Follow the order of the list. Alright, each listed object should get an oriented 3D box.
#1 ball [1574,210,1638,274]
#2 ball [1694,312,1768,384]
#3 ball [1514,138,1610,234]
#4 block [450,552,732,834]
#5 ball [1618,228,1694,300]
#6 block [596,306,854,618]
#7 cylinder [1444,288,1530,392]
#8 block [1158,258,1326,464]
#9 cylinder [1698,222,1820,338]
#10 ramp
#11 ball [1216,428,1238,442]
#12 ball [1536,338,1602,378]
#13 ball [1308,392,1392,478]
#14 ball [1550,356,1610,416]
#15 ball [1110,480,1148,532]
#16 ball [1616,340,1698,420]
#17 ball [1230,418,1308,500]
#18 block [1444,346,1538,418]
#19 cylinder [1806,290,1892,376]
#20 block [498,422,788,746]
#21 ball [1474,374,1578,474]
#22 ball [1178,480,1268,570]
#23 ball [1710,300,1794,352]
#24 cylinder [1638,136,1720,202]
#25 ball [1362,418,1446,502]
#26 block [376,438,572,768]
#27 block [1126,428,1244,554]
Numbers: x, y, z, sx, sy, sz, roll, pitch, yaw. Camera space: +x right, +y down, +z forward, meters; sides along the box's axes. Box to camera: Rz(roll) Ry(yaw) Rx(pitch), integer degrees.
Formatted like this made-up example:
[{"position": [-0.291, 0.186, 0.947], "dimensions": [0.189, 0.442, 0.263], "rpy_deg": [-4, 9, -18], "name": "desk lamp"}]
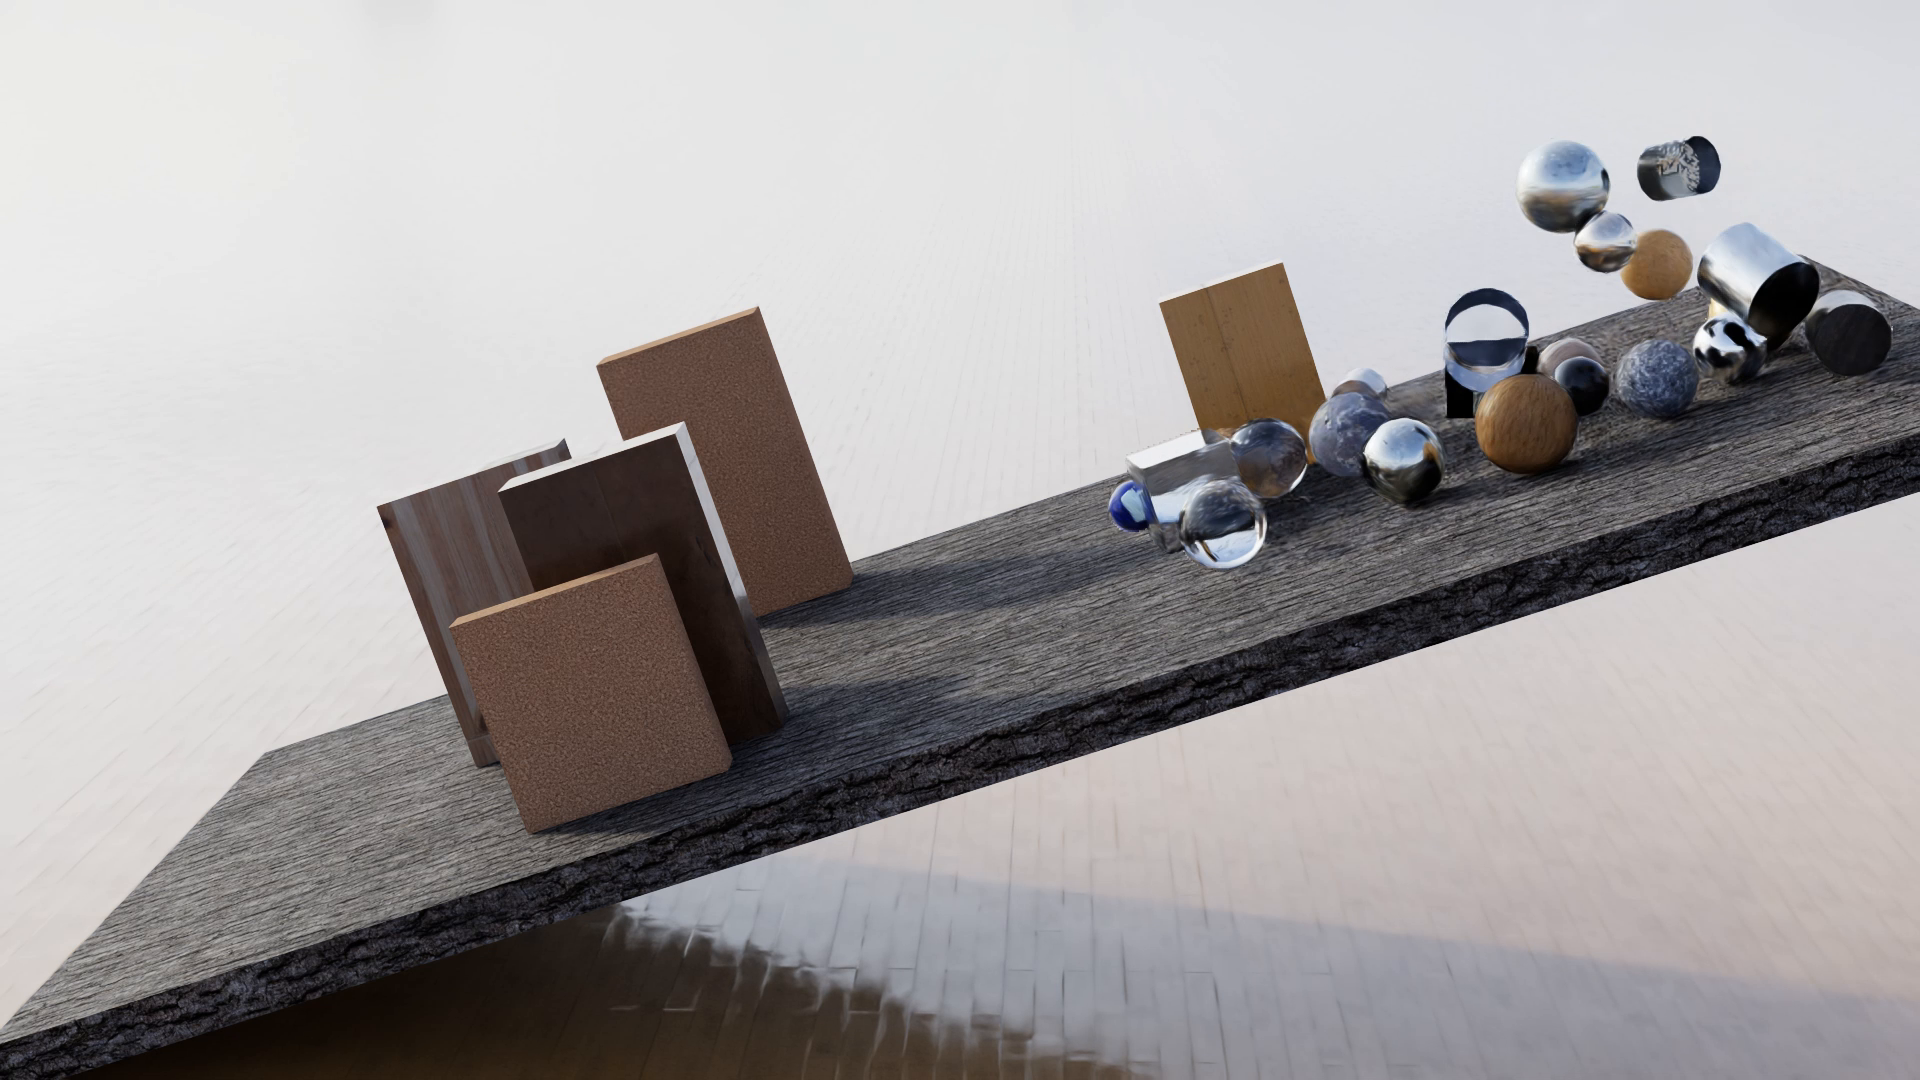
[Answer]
[{"position": [1.294, -0.597, 5.896], "dimensions": [0.125, 0.125, 0.125], "rpy_deg": [0, 12, 0], "name": "ball"}, {"position": [1.563, -0.389, 5.968], "dimensions": [0.147, 0.147, 0.147], "rpy_deg": [0, 12, 0], "name": "ball"}, {"position": [1.223, -0.718, 5.970], "dimensions": [0.191, 0.191, 0.191], "rpy_deg": [0, 12, 0], "name": "ball"}, {"position": [-0.711, 0.298, 5.691], "dimensions": [0.415, 0.435, 0.080], "rpy_deg": [-18, 11, 6], "name": "block"}, {"position": [1.432, -0.568, 6.053], "dimensions": [0.151, 0.151, 0.151], "rpy_deg": [0, 12, 0], "name": "ball"}, {"position": [-0.558, -0.163, 7.036], "dimensions": [0.394, 0.693, 0.134], "rpy_deg": [-18, 11, 6], "name": "block"}, {"position": [1.058, -0.401, 5.919], "dimensions": [0.165, 0.165, 0.165], "rpy_deg": [2, -14, 9], "name": "cylinder"}, {"position": [0.653, -0.370, 6.617], "dimensions": [0.288, 0.454, 0.082], "rpy_deg": [-18, 11, 6], "name": "block"}, {"position": [1.574, -0.513, 5.802], "dimensions": [0.167, 0.167, 0.167], "rpy_deg": [-6, 35, -26], "name": "cylinder"}, {"position": [0.106, 0.180, 6.305], "dimensions": [4.000, 0.100, 2.000], "rpy_deg": [-18, 11, 6], "name": "ramp"}, {"position": [0.600, -0.174, 6.540], "dimensions": [0.154, 0.154, 0.154], "rpy_deg": [0, 12, 0], "name": "ball"}, {"position": [1.301, -0.359, 6.280], "dimensions": [0.141, 0.141, 0.141], "rpy_deg": [0, 12, 0], "name": "ball"}, {"position": [0.839, -0.223, 6.290], "dimensions": [0.185, 0.185, 0.185], "rpy_deg": [0, 12, 0], "name": "ball"}, {"position": [1.296, -0.321, 6.153], "dimensions": [0.125, 0.125, 0.125], "rpy_deg": [0, 12, 0], "name": "ball"}, {"position": [0.388, -0.076, 6.527], "dimensions": [0.113, 0.113, 0.113], "rpy_deg": [0, 12, 0], "name": "ball"}, {"position": [1.396, -0.322, 5.887], "dimensions": [0.160, 0.160, 0.160], "rpy_deg": [0, 12, 0], "name": "ball"}, {"position": [0.661, -0.176, 6.339], "dimensions": [0.177, 0.177, 0.177], "rpy_deg": [0, 12, 0], "name": "ball"}, {"position": [1.151, -0.341, 6.358], "dimensions": [0.143, 0.143, 0.143], "rpy_deg": [-6, 4, -27], "name": "block"}, {"position": [1.736, -0.405, 5.754], "dimensions": [0.144, 0.144, 0.144], "rpy_deg": [2, 15, 8], "name": "cylinder"}, {"position": [-0.629, 0.126, 5.889], "dimensions": [0.373, 0.628, 0.138], "rpy_deg": [-18, 11, 6], "name": "block"}, {"position": [1.116, -0.229, 5.798], "dimensions": [0.200, 0.200, 0.200], "rpy_deg": [0, 12, 0], "name": "ball"}, {"position": [0.525, -0.030, 5.883], "dimensions": [0.178, 0.178, 0.178], "rpy_deg": [0, 12, 0], "name": "ball"}, {"position": [1.658, -0.475, 6.148], "dimensions": [0.179, 0.179, 0.179], "rpy_deg": [0, 12, 0], "name": "ball"}, {"position": [1.468, -0.757, 6.006], "dimensions": [0.117, 0.117, 0.117], "rpy_deg": [-7, 2, -30], "name": "cylinder"}, {"position": [0.893, -0.160, 5.924], "dimensions": [0.169, 0.169, 0.169], "rpy_deg": [0, 12, 0], "name": "ball"}, {"position": [-0.962, 0.138, 6.436], "dimensions": [0.415, 0.616, 0.115], "rpy_deg": [-18, 11, 6], "name": "block"}, {"position": [0.492, -0.106, 6.280], "dimensions": [0.194, 0.194, 0.194], "rpy_deg": [-20, 11, -3], "name": "block"}]
